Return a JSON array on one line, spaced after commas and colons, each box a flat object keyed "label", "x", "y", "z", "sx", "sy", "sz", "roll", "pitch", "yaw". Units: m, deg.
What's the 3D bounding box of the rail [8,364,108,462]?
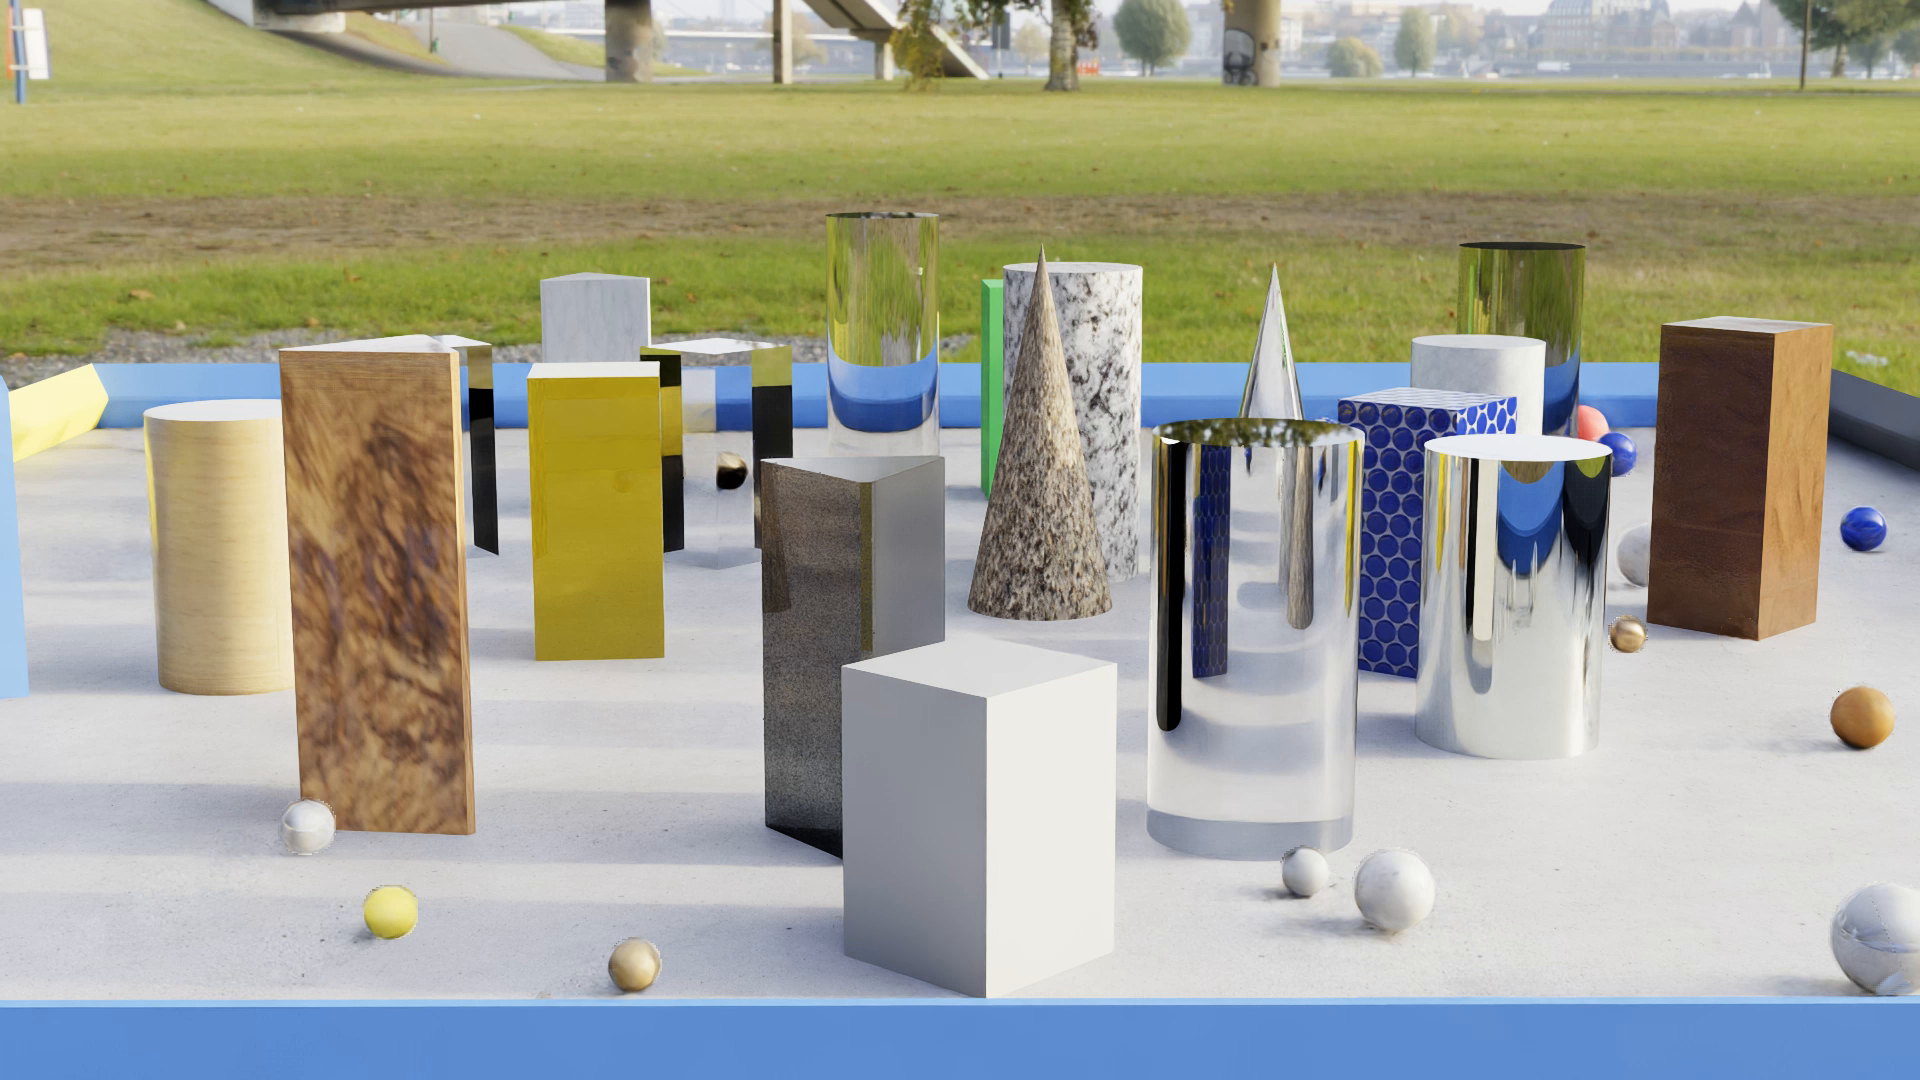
[{"label": "rail", "x": -1.729, "y": 0.035, "z": 3.439, "sx": 0.045, "sy": 0.129, "sz": 3.614, "roll": 0, "pitch": 10, "yaw": 0}]

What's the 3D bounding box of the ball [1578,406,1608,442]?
[{"label": "ball", "x": 1.179, "y": -0.208, "z": 4.855, "sx": 0.093, "sy": 0.093, "sz": 0.093, "roll": 0, "pitch": 10, "yaw": 0}]

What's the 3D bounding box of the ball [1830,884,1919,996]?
[{"label": "ball", "x": 0.736, "y": 0.317, "z": 2.033, "sx": 0.089, "sy": 0.089, "sz": 0.089, "roll": 0, "pitch": 10, "yaw": 0}]

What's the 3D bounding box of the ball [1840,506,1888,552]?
[{"label": "ball", "x": 1.371, "y": -0.018, "z": 3.893, "sx": 0.070, "sy": 0.070, "sz": 0.070, "roll": 0, "pitch": 10, "yaw": 0}]

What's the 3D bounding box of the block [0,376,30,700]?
[{"label": "block", "x": -1.192, "y": -0.002, "z": 3.008, "sx": 0.159, "sy": 0.360, "sz": 0.159, "roll": -4, "pitch": 11, "yaw": -23}]

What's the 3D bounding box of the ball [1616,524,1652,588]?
[{"label": "ball", "x": 0.972, "y": 0.022, "z": 3.622, "sx": 0.090, "sy": 0.090, "sz": 0.090, "roll": 0, "pitch": 10, "yaw": 0}]

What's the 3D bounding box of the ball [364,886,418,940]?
[{"label": "ball", "x": -0.481, "y": 0.315, "z": 2.166, "sx": 0.044, "sy": 0.044, "sz": 0.044, "roll": 0, "pitch": 10, "yaw": 0}]

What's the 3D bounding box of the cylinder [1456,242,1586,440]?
[{"label": "cylinder", "x": 0.900, "y": -0.254, "z": 4.148, "sx": 0.198, "sy": 0.441, "sz": 0.198, "roll": 0, "pitch": 10, "yaw": 0}]

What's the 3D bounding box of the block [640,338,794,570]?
[{"label": "block", "x": -0.362, "y": -0.132, "z": 3.832, "sx": 0.159, "sy": 0.317, "sz": 0.159, "roll": 9, "pitch": 14, "yaw": 40}]

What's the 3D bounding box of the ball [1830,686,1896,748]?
[{"label": "ball", "x": 0.975, "y": 0.191, "z": 2.772, "sx": 0.067, "sy": 0.067, "sz": 0.067, "roll": 0, "pitch": 10, "yaw": 0}]

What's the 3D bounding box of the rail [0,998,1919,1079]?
[{"label": "rail", "x": 0.010, "y": 0.358, "z": 1.695, "sx": 3.505, "sy": 0.129, "sz": 0.045, "roll": 0, "pitch": 10, "yaw": 0}]

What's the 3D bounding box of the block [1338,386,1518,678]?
[{"label": "block", "x": 0.568, "y": -0.011, "z": 3.141, "sx": 0.159, "sy": 0.329, "sz": 0.159, "roll": 8, "pitch": 13, "yaw": 37}]

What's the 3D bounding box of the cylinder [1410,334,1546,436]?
[{"label": "cylinder", "x": 0.781, "y": -0.144, "z": 3.896, "sx": 0.198, "sy": 0.317, "sz": 0.198, "roll": 0, "pitch": 10, "yaw": 0}]

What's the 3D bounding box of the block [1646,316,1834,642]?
[{"label": "block", "x": 1.021, "y": -0.085, "z": 3.362, "sx": 0.159, "sy": 0.395, "sz": 0.159, "roll": 10, "pitch": 15, "yaw": 44}]

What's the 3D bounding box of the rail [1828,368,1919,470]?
[{"label": "rail", "x": 1.729, "y": 0.031, "z": 3.459, "sx": 0.045, "sy": 0.129, "sz": 3.614, "roll": 0, "pitch": 10, "yaw": 0}]

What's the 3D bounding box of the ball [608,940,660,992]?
[{"label": "ball", "x": -0.260, "y": 0.339, "z": 2.044, "sx": 0.041, "sy": 0.041, "sz": 0.041, "roll": 0, "pitch": 10, "yaw": 0}]

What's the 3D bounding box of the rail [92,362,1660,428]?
[{"label": "rail", "x": -0.010, "y": -0.291, "z": 5.202, "sx": 3.505, "sy": 0.129, "sz": 0.045, "roll": 0, "pitch": 10, "yaw": 0}]

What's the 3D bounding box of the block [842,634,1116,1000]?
[{"label": "block", "x": 0.016, "y": 0.222, "z": 2.110, "sx": 0.159, "sy": 0.246, "sz": 0.159, "roll": 9, "pitch": 14, "yaw": 42}]

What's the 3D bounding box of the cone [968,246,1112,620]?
[{"label": "cone", "x": 0.109, "y": -0.154, "z": 3.461, "sx": 0.198, "sy": 0.494, "sz": 0.198, "roll": 0, "pitch": 10, "yaw": 0}]

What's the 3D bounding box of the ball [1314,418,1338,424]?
[{"label": "ball", "x": 0.661, "y": -0.177, "z": 4.686, "sx": 0.094, "sy": 0.094, "sz": 0.094, "roll": 0, "pitch": 10, "yaw": 0}]

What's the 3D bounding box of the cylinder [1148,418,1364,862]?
[{"label": "cylinder", "x": 0.279, "y": 0.089, "z": 2.439, "sx": 0.198, "sy": 0.388, "sz": 0.198, "roll": 0, "pitch": 10, "yaw": 0}]

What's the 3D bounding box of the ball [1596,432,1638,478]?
[{"label": "ball", "x": 1.170, "y": -0.153, "z": 4.590, "sx": 0.081, "sy": 0.081, "sz": 0.081, "roll": 0, "pitch": 10, "yaw": 0}]

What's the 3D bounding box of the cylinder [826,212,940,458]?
[{"label": "cylinder", "x": -0.135, "y": -0.336, "z": 4.516, "sx": 0.198, "sy": 0.469, "sz": 0.198, "roll": 0, "pitch": 10, "yaw": 0}]

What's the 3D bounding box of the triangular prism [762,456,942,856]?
[{"label": "triangular prism", "x": -0.077, "y": 0.104, "z": 2.437, "sx": 0.149, "sy": 0.359, "sz": 0.172, "roll": -8, "pitch": 13, "yaw": -36}]

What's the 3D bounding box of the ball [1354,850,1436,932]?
[{"label": "ball", "x": 0.370, "y": 0.299, "z": 2.185, "sx": 0.069, "sy": 0.069, "sz": 0.069, "roll": 0, "pitch": 10, "yaw": 0}]

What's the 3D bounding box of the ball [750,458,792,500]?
[{"label": "ball", "x": -0.322, "y": -0.105, "z": 4.354, "sx": 0.073, "sy": 0.073, "sz": 0.073, "roll": 0, "pitch": 10, "yaw": 0}]

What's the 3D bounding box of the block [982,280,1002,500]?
[{"label": "block", "x": 0.122, "y": -0.257, "z": 4.379, "sx": 0.159, "sy": 0.363, "sz": 0.159, "roll": -1, "pitch": 11, "yaw": -4}]

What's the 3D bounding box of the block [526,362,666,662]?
[{"label": "block", "x": -0.455, "y": -0.039, "z": 3.230, "sx": 0.159, "sy": 0.353, "sz": 0.159, "roll": -1, "pitch": 11, "yaw": -6}]

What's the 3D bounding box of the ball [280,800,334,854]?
[{"label": "ball", "x": -0.611, "y": 0.268, "z": 2.401, "sx": 0.050, "sy": 0.050, "sz": 0.050, "roll": 0, "pitch": 10, "yaw": 0}]

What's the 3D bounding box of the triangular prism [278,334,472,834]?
[{"label": "triangular prism", "x": -0.543, "y": 0.039, "z": 2.503, "sx": 0.172, "sy": 0.464, "sz": 0.149, "roll": 1, "pitch": 11, "yaw": 7}]

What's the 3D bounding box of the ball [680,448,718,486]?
[{"label": "ball", "x": -0.458, "y": -0.129, "z": 4.503, "sx": 0.066, "sy": 0.066, "sz": 0.066, "roll": 0, "pitch": 10, "yaw": 0}]

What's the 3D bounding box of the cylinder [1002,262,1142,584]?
[{"label": "cylinder", "x": 0.160, "y": -0.171, "z": 3.695, "sx": 0.198, "sy": 0.443, "sz": 0.198, "roll": 0, "pitch": 10, "yaw": 0}]

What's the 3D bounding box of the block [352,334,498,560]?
[{"label": "block", "x": -0.803, "y": -0.138, "z": 3.855, "sx": 0.159, "sy": 0.319, "sz": 0.159, "roll": -6, "pitch": 12, "yaw": -31}]

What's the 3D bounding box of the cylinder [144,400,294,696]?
[{"label": "cylinder", "x": -0.864, "y": 0.005, "z": 3.070, "sx": 0.198, "sy": 0.324, "sz": 0.198, "roll": 0, "pitch": 10, "yaw": 0}]

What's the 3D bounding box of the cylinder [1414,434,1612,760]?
[{"label": "cylinder", "x": 0.600, "y": 0.058, "z": 2.791, "sx": 0.198, "sy": 0.321, "sz": 0.198, "roll": 0, "pitch": 10, "yaw": 0}]

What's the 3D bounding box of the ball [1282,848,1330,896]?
[{"label": "ball", "x": 0.307, "y": 0.295, "z": 2.278, "sx": 0.042, "sy": 0.042, "sz": 0.042, "roll": 0, "pitch": 10, "yaw": 0}]

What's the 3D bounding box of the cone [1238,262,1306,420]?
[{"label": "cone", "x": 0.436, "y": -0.161, "z": 3.598, "sx": 0.198, "sy": 0.459, "sz": 0.198, "roll": 0, "pitch": 10, "yaw": 0}]

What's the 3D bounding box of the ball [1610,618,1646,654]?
[{"label": "ball", "x": 0.837, "y": 0.120, "z": 3.217, "sx": 0.044, "sy": 0.044, "sz": 0.044, "roll": 0, "pitch": 10, "yaw": 0}]

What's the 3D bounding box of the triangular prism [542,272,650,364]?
[{"label": "triangular prism", "x": -0.606, "y": -0.243, "z": 4.241, "sx": 0.172, "sy": 0.386, "sz": 0.149, "roll": -3, "pitch": 11, "yaw": -14}]
